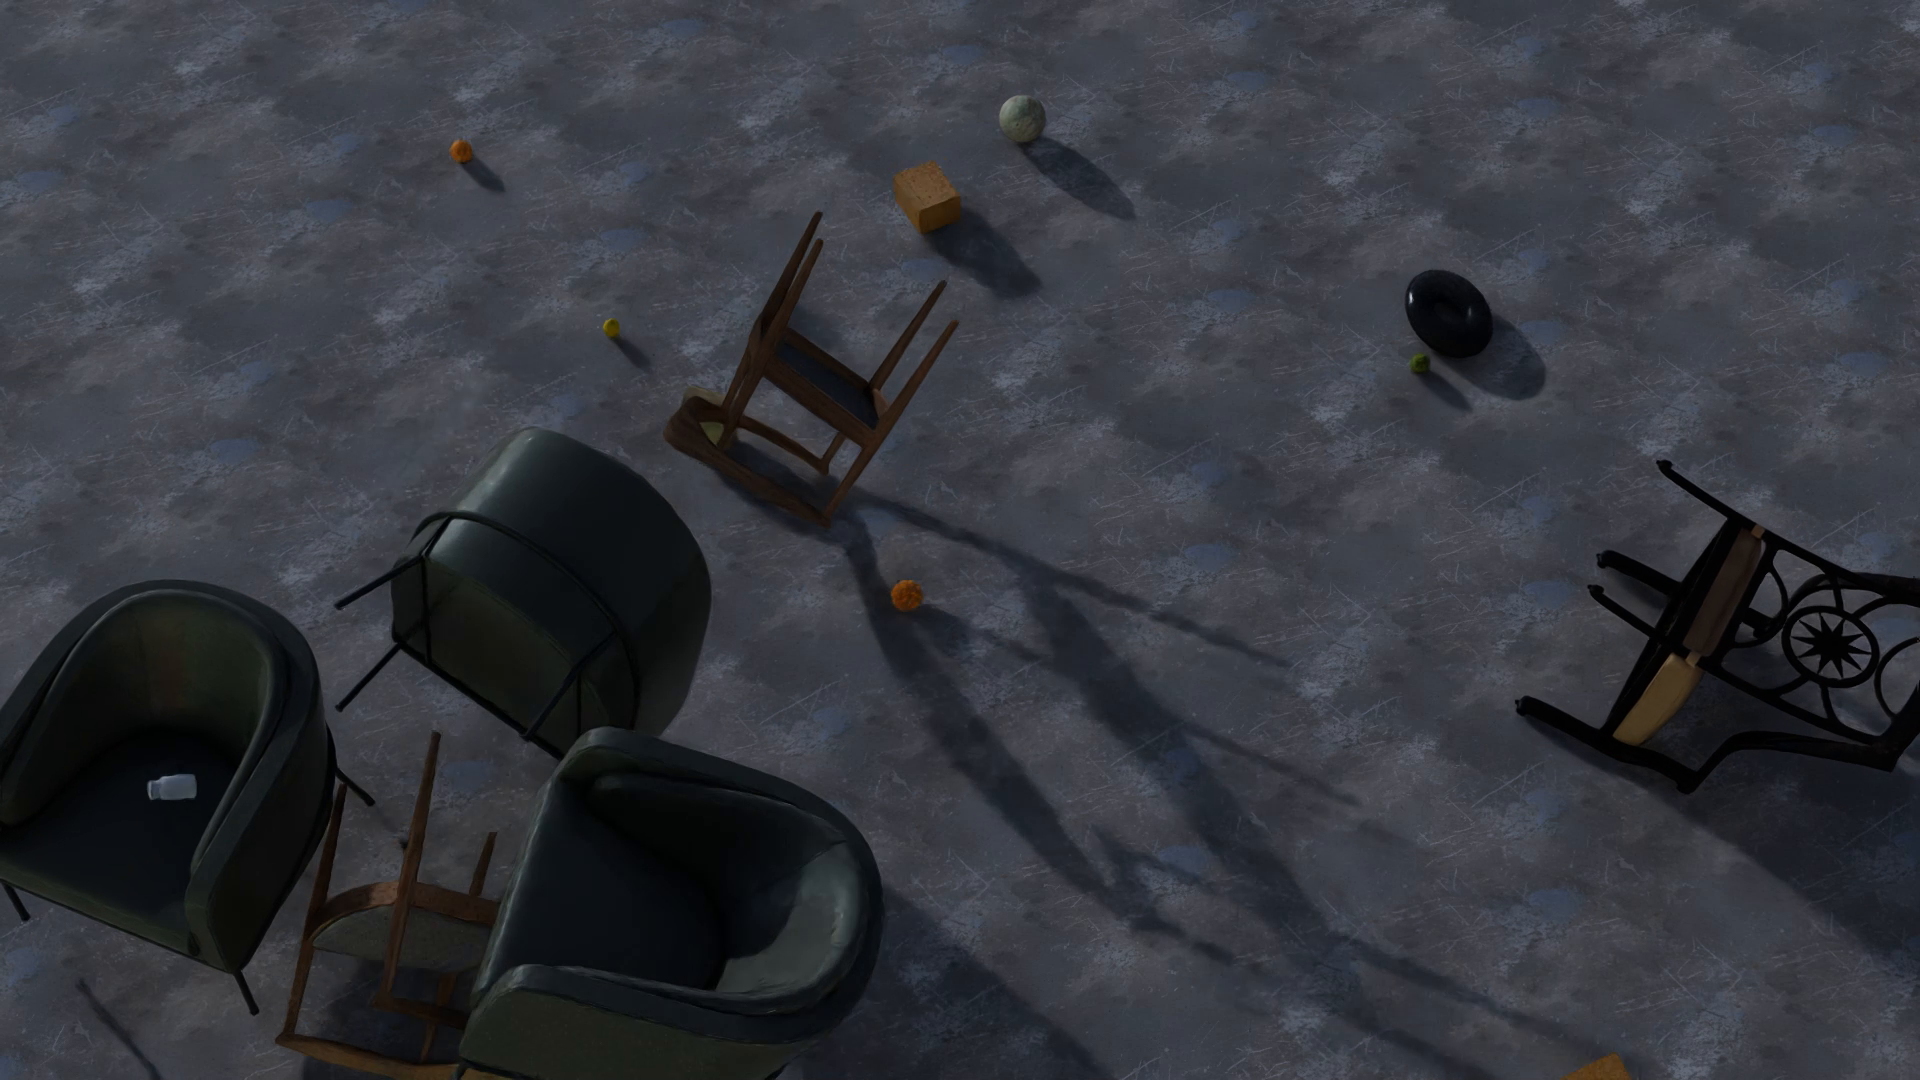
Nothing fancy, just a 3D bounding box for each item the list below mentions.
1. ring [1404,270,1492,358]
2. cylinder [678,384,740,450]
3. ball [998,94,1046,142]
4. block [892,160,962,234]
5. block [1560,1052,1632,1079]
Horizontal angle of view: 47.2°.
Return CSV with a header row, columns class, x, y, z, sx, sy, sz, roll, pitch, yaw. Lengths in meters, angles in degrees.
class,x,y,z,sx,sy,sz,roll,pitch,yaw
ring,1.557,-0.723,7.009,0.264,0.084,0.350,-14,58,-10
cylinder,-0.765,-0.375,6.719,0.148,0.180,0.128,18,43,11
ball,0.211,-1.425,7.435,0.159,0.159,0.159,0,56,0
block,-0.109,-1.131,7.258,0.151,0.106,0.196,-23,54,-15
block,1.603,1.376,5.512,0.154,0.175,0.113,-28,66,6
